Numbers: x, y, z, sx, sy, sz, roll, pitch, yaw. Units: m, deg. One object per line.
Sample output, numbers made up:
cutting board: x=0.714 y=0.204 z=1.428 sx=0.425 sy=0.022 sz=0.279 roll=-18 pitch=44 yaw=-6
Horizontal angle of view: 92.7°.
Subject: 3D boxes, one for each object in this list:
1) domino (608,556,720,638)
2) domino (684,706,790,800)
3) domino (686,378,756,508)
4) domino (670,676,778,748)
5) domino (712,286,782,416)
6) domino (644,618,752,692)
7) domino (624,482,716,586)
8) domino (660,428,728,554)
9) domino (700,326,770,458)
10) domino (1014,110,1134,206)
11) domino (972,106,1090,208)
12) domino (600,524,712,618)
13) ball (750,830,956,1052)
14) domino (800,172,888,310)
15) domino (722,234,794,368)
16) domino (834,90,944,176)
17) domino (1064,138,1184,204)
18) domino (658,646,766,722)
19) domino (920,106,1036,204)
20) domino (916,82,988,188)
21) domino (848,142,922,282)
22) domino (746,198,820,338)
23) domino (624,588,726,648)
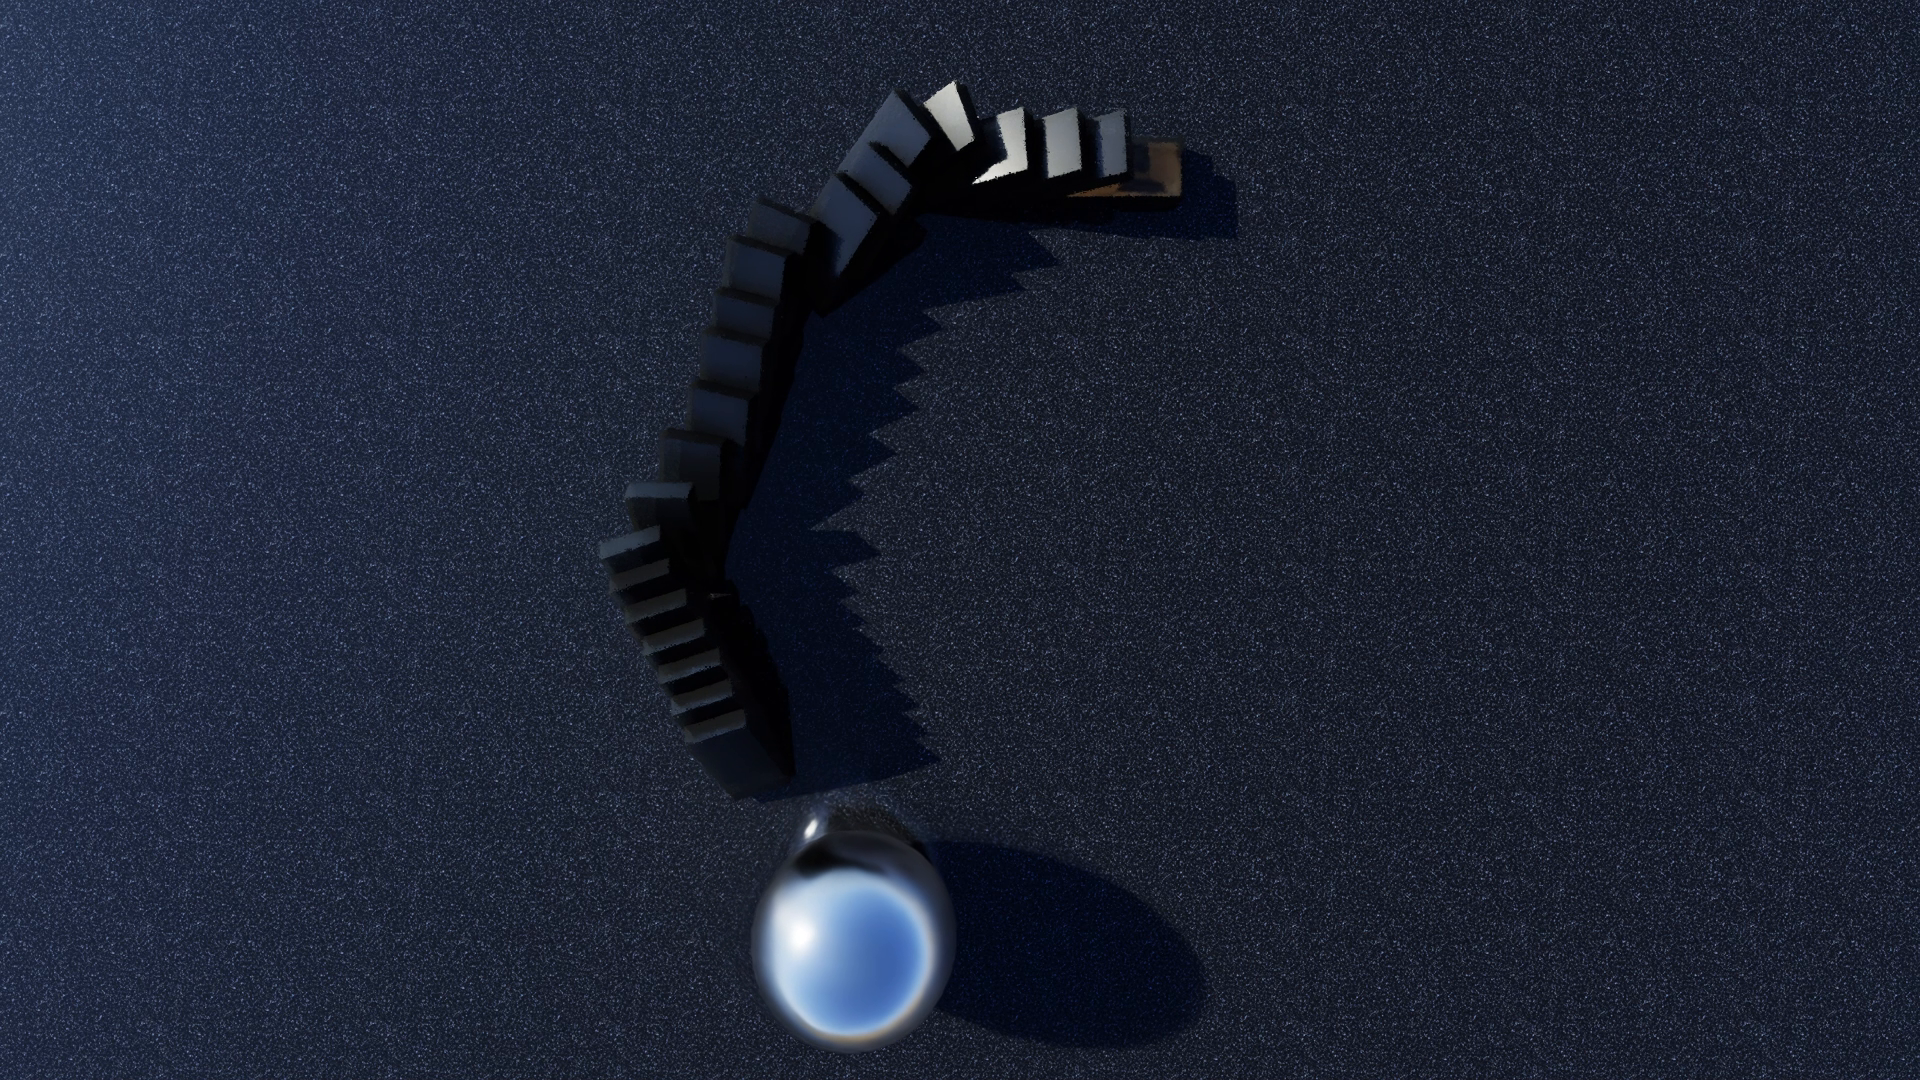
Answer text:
domino: x=-0.121 y=0.030 z=0.379 sx=0.025 sy=0.050 sz=0.010 roll=-18 pitch=46 yaw=0
domino: x=-0.091 y=0.089 z=0.378 sx=0.025 sy=0.050 sz=0.009 roll=-18 pitch=48 yaw=0
domino: x=-0.101 y=-0.040 z=0.383 sx=0.025 sy=0.010 sz=0.050 roll=14 pitch=120 yaw=0
domino: x=-0.096 y=0.077 z=0.378 sx=0.025 sy=0.050 sz=0.009 roll=-18 pitch=48 yaw=0
domino: x=-0.091 y=-0.077 z=0.383 sx=0.025 sy=0.009 sz=0.050 roll=14 pitch=122 yaw=0
domino: x=-0.107 y=0.054 z=0.378 sx=0.025 sy=0.050 sz=0.009 roll=-18 pitch=48 yaw=0
domino: x=-0.119 y=-0.002 z=0.379 sx=0.025 sy=0.010 sz=0.050 roll=1 pitch=133 yaw=2
domino: x=-0.112 y=-0.020 z=0.384 sx=0.025 sy=0.010 sz=0.050 roll=10 pitch=119 yaw=0
domino: x=-0.095 y=-0.061 z=0.382 sx=0.025 sy=0.009 sz=0.050 roll=13 pitch=122 yaw=1
domino: x=0.047 y=-0.159 z=0.384 sx=0.050 sy=0.009 sz=0.025 roll=-3 pitch=90 yaw=28
domino: x=0.028 y=-0.159 z=0.383 sx=0.050 sy=0.010 sz=0.025 roll=-5 pitch=89 yaw=29
domino: x=-0.125 y=0.017 z=0.379 sx=0.025 sy=0.050 sz=0.009 roll=-18 pitch=45 yaw=0
ball: x=-0.041 y=0.156 z=0.360 sx=0.080 sy=0.080 sz=0.080 roll=0 pitch=90 yaw=0
domino: x=-0.054 y=-0.124 z=0.382 sx=0.025 sy=0.010 sz=0.050 roll=44 pitch=124 yaw=0
domino: x=-0.086 y=-0.098 z=0.382 sx=0.025 sy=0.010 sz=0.050 roll=18 pitch=122 yaw=3
domino: x=-0.032 y=-0.157 z=0.381 sx=0.050 sy=0.009 sz=0.025 roll=-41 pitch=85 yaw=35
domino: x=0.070 y=-0.159 z=0.395 sx=0.050 sy=0.010 sz=0.025 roll=0 pitch=90 yaw=0
domino: x=-0.101 y=0.065 z=0.378 sx=0.025 sy=0.050 sz=0.009 roll=-18 pitch=48 yaw=0
domino: x=0.007 y=-0.160 z=0.384 sx=0.050 sy=0.009 sz=0.025 roll=-4 pitch=90 yaw=29
domino: x=-0.015 y=-0.164 z=0.382 sx=0.050 sy=0.010 sz=0.025 roll=-20 pitch=88 yaw=35
domino: x=-0.040 y=-0.136 z=0.382 sx=0.025 sy=0.009 sz=0.050 roll=43 pitch=125 yaw=0
domino: x=-0.078 y=-0.113 z=0.383 sx=0.025 sy=0.009 sz=0.050 roll=23 pitch=120 yaw=0
domino: x=-0.115 y=0.042 z=0.378 sx=0.025 sy=0.050 sz=0.010 roll=-17 pitch=47 yaw=-1
